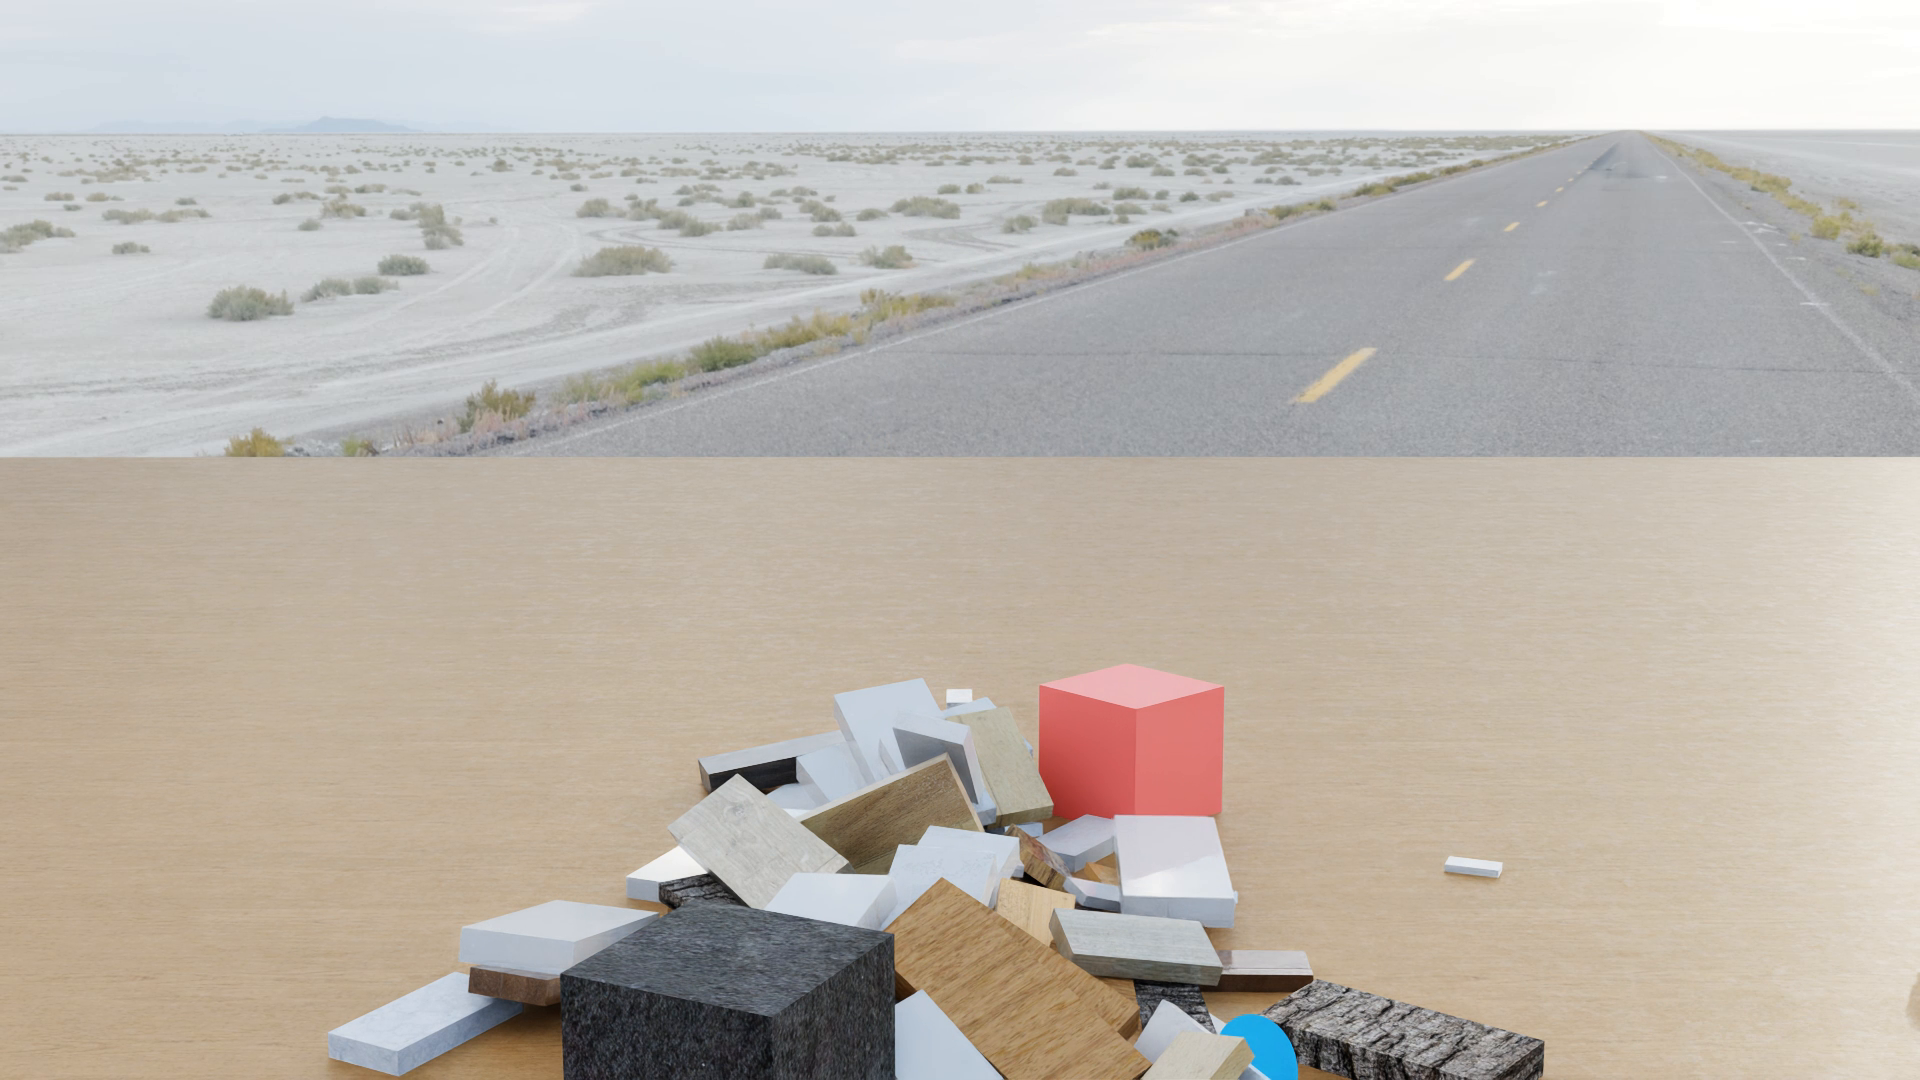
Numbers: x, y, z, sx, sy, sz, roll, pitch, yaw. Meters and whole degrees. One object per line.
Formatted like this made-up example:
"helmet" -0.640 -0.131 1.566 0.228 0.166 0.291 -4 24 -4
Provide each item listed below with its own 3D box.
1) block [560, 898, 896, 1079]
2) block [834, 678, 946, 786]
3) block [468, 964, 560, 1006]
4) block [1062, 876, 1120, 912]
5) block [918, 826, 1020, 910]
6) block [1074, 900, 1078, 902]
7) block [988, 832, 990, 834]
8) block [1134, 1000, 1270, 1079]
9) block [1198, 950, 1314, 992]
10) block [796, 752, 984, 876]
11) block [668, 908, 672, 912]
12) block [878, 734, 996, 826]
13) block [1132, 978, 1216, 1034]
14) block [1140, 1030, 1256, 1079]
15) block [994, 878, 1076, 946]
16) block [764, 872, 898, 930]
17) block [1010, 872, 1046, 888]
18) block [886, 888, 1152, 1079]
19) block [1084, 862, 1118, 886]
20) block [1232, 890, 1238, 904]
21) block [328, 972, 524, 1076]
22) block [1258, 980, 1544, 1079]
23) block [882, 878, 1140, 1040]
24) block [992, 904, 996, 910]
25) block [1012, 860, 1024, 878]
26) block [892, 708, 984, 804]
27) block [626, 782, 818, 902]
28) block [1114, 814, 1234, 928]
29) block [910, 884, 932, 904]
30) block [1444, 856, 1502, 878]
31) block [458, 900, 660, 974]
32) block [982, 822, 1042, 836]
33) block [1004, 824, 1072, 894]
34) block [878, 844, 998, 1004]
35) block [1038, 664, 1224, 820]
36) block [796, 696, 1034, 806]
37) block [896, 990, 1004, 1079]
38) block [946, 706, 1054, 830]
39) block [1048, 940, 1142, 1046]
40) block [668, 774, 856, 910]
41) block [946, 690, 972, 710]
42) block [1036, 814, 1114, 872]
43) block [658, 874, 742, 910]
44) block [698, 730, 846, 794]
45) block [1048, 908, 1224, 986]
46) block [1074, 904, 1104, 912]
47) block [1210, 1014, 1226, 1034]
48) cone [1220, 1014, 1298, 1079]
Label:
"block" -0.273 0.634 2.647 0.287 0.287 0.287 5 12 26
"block" -0.095 0.380 3.931 0.172 0.049 0.344 -10 35 -17
"block" -0.585 0.631 3.191 0.127 0.036 0.255 4 -2 22
"block" 0.235 0.576 3.550 0.129 0.018 0.064 16 12 -34
"block" -0.034 0.543 3.281 0.146 0.041 0.364 6 24 18
"block" 0.196 0.587 3.647 0.091 0.013 0.045 -2 11 -10
"block" -0.066 0.553 3.568 0.135 0.038 0.269 -25 -2 35
"block" 0.304 0.680 2.805 0.028 0.098 0.195 32 0 -43
"block" 0.424 0.645 3.294 0.196 0.028 0.098 0 11 1
"block" -0.126 0.475 3.577 0.299 0.149 0.042 -24 8 7
"block" -0.338 0.608 3.465 0.135 0.038 0.269 -7 13 -35
"block" -0.041 0.414 3.806 0.121 0.034 0.242 -12 37 -20
"block" 0.289 0.646 3.094 0.098 0.028 0.310 2 18 -6
"block" 0.254 0.693 2.698 0.222 0.031 0.111 -41 19 -34
"block" 0.102 0.583 3.190 0.113 0.032 0.227 14 28 -1
"block" -0.212 0.543 2.979 0.153 0.043 0.305 -2 19 21
"block" 0.091 0.563 3.541 0.091 0.026 0.183 39 11 10
"block" 0.060 0.615 2.864 0.153 0.043 0.394 -28 45 -28
"block" 0.251 0.571 3.675 0.060 0.017 0.120 16 7 -13
"block" 0.395 0.574 3.612 0.060 0.017 0.120 -6 12 -32
"block" -0.749 0.678 3.096 0.127 0.036 0.255 6 12 29
"block" 0.595 0.689 2.999 0.348 0.049 0.174 8 13 38
"block" 0.051 0.607 2.962 0.345 0.049 0.172 29 49 29
"block" 0.016 0.579 3.510 0.091 0.026 0.183 1 8 8
"block" 0.034 0.513 3.511 0.129 0.018 0.064 9 5 -9
"block" -0.034 0.361 3.648 0.121 0.034 0.242 13 -28 14
"block" -0.350 0.518 3.960 0.127 0.036 0.744 4 11 23
"block" 0.346 0.540 3.615 0.172 0.049 0.417 1 10 2
"block" -0.044 0.528 3.110 0.054 0.015 0.107 1 33 2
"block" 0.883 0.562 3.783 0.091 0.013 0.045 4 11 22
"block" -0.591 0.591 3.281 0.172 0.049 0.345 5 -2 13
"block" 0.070 0.513 3.928 0.080 0.023 0.159 -1 0 -32
"block" 0.131 0.535 3.663 0.106 0.030 0.212 36 1 -6
"block" -0.048 0.552 3.132 0.146 0.041 0.292 2 34 13
"block" 0.318 0.388 4.093 0.242 0.242 0.242 -10 14 -42
"block" -0.081 0.405 3.984 0.394 0.049 0.172 -16 37 -25
"block" -0.023 0.676 2.766 0.111 0.031 0.222 -24 53 -33
"block" 0.067 0.404 3.924 0.121 0.034 0.242 -8 45 -18
"block" 0.187 0.645 3.042 0.113 0.032 0.227 11 26 -9
"block" -0.318 0.497 3.484 0.149 0.042 0.504 -37 23 -15
"block" -0.001 0.325 4.485 0.052 0.015 0.104 0 11 0
"block" 0.213 0.535 3.885 0.106 0.030 0.212 7 13 34
"block" -0.344 0.585 3.406 0.106 0.030 0.349 -7 12 -32
"block" -0.323 0.426 4.245 0.344 0.049 0.172 -11 7 -13
"block" 0.250 0.579 3.133 0.227 0.032 0.113 8 22 -16
"block" 0.150 0.617 3.450 0.098 0.028 0.196 4 11 20
"block" 0.311 0.682 3.107 0.083 0.023 0.166 -5 12 -26
"cone" 0.350 0.702 2.901 0.135 0.135 0.135 -7 -14 -32
